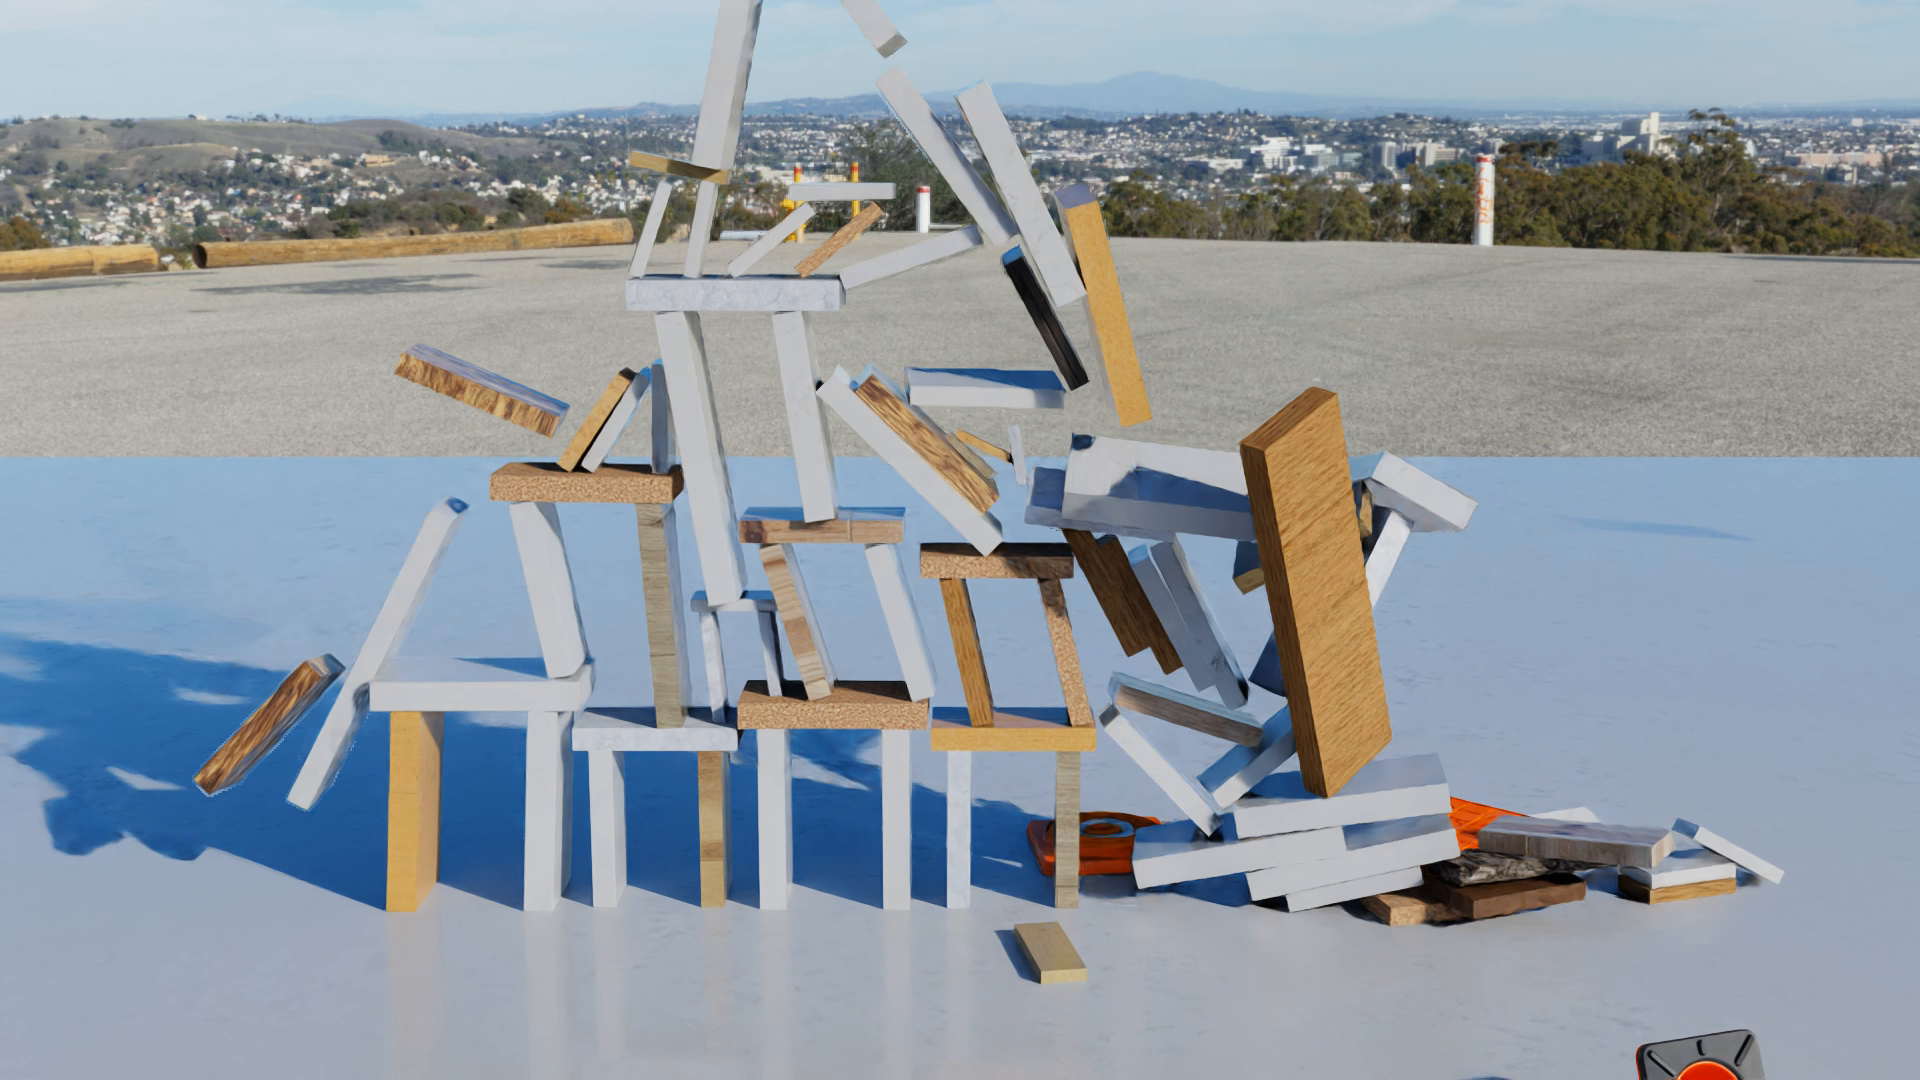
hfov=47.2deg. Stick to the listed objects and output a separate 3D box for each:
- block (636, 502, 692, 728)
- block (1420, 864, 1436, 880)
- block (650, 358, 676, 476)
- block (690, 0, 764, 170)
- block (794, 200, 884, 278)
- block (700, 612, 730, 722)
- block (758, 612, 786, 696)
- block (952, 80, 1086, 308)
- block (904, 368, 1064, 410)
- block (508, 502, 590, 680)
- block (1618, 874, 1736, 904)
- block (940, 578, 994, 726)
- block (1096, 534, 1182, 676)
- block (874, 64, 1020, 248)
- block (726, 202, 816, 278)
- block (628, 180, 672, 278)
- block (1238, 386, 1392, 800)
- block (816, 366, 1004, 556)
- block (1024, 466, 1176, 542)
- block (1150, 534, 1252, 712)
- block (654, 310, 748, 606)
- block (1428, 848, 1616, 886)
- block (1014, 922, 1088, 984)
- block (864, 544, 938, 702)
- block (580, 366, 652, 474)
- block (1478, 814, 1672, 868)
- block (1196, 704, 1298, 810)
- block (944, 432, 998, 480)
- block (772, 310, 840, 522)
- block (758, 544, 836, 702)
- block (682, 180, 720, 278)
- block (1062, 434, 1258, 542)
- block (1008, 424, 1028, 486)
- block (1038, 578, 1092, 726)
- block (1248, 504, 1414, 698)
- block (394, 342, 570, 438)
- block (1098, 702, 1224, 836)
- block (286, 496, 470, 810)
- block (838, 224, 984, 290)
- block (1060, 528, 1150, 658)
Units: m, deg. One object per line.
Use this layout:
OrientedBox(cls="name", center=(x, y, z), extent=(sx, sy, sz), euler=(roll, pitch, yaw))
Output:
OrientedBox(cls="block", center=(-0.481, 0.110, 3.583), extent=(0.041, 0.367, 0.144), euler=(-4, 10, 1))
OrientedBox(cls="block", center=(0.727, 0.549, 3.718), extent=(0.211, 0.030, 0.105), euler=(-6, 6, 5))
OrientedBox(cls="block", center=(-0.475, -0.198, 3.524), extent=(0.025, 0.177, 0.089), euler=(1, 11, 0))
OrientedBox(cls="block", center=(-0.349, -0.779, 3.420), extent=(0.045, 0.400, 0.158), euler=(12, 10, -1))
OrientedBox(cls="block", center=(-0.190, -0.474, 3.466), extent=(0.161, 0.023, 0.081), euler=(-38, 9, 6))
OrientedBox(cls="block", center=(-0.402, 0.200, 3.600), extent=(0.020, 0.185, 0.070), euler=(-6, 10, 1))
OrientedBox(cls="block", center=(-0.308, 0.178, 3.597), extent=(0.020, 0.140, 0.070), euler=(-7, 10, 2))
OrientedBox(cls="block", center=(0.092, -0.543, 3.434), extent=(0.051, 0.357, 0.179), euler=(-26, 12, 3))
OrientedBox(cls="block", center=(0.037, -0.246, 3.559), extent=(0.249, 0.032, 0.113), euler=(1, 20, -7))
OrientedBox(cls="block", center=(-0.667, 0.068, 3.577), extent=(0.041, 0.287, 0.144), euler=(-11, 10, 3))
OrientedBox(cls="block", center=(1.200, 0.576, 3.681), extent=(0.170, 0.024, 0.085), euler=(-4, 11, -18))
OrientedBox(cls="block", center=(0.012, 0.170, 3.591), extent=(0.035, 0.244, 0.122), euler=(-12, 10, 3))
OrientedBox(cls="block", center=(0.296, 0.103, 3.641), extent=(0.034, 0.238, 0.119), euler=(-27, 4, 4))
OrientedBox(cls="block", center=(-0.019, -0.597, 3.437), extent=(0.045, 0.315, 0.158), euler=(-36, 7, 5))
OrientedBox(cls="block", center=(-0.299, -0.474, 3.469), extent=(0.161, 0.023, 0.081), euler=(-38, 10, 4))
OrientedBox(cls="block", center=(-0.488, -0.490, 3.465), extent=(0.021, 0.151, 0.076), euler=(18, 8, -12))
OrientedBox(cls="block", center=(0.557, 0.093, 3.403), extent=(0.171, 0.670, 0.048), euler=(-37, 38, -29))
OrientedBox(cls="block", center=(-0.079, -0.129, 3.539), extent=(0.376, 0.040, 0.143), euler=(44, 8, -7))
OrientedBox(cls="block", center=(0.228, -0.058, 3.527), extent=(0.239, 0.034, 0.120), euler=(7, 34, 4))
OrientedBox(cls="block", center=(0.396, 0.134, 3.601), extent=(0.034, 0.294, 0.120), euler=(-26, -1, 12))
OrientedBox(cls="block", center=(-0.413, -0.140, 3.532), extent=(0.047, 0.467, 0.165), euler=(-9, 10, 2))
OrientedBox(cls="block", center=(0.947, 0.519, 3.589), extent=(0.349, 0.030, 0.105), euler=(-4, 5, -16))
OrientedBox(cls="block", center=(0.138, 0.633, 3.381), extent=(0.070, 0.020, 0.202), euler=(-2, 11, -10))
OrientedBox(cls="block", center=(-0.094, 0.121, 3.579), extent=(0.037, 0.260, 0.130), euler=(-16, 10, 5))
OrientedBox(cls="block", center=(-0.546, -0.194, 3.532), extent=(0.025, 0.177, 0.089), euler=(33, 9, -5))
OrientedBox(cls="block", center=(0.994, 0.486, 3.556), extent=(0.280, 0.034, 0.119), euler=(1, 8, 33))
OrientedBox(cls="block", center=(0.509, 0.343, 3.639), extent=(0.248, 0.035, 0.124), euler=(-39, 8, 0))
OrientedBox(cls="block", center=(0.018, -0.136, 3.560), extent=(0.096, 0.014, 0.048), euler=(43, 7, 8))
OrientedBox(cls="block", center=(-0.245, -0.206, 3.518), extent=(0.047, 0.330, 0.165), euler=(-8, 10, 2))
OrientedBox(cls="block", center=(-0.264, 0.121, 3.583), extent=(0.037, 0.260, 0.130), euler=(-17, 10, 3))
OrientedBox(cls="block", center=(-0.407, -0.491, 3.466), extent=(0.021, 0.151, 0.076), euler=(12, 10, -2))
OrientedBox(cls="block", center=(0.351, -0.081, 3.501), extent=(0.364, 0.051, 0.179), euler=(7, 34, 3))
OrientedBox(cls="block", center=(0.094, -0.136, 3.541), extent=(0.014, 0.096, 0.048), euler=(-9, 3, 9))
OrientedBox(cls="block", center=(0.170, 0.170, 3.593), extent=(0.035, 0.244, 0.122), euler=(-13, 10, 3))
OrientedBox(cls="block", center=(0.612, 0.102, 3.631), extent=(0.048, 0.342, 0.171), euler=(29, -5, -22))
OrientedBox(cls="block", center=(-0.772, -0.244, 3.566), extent=(0.266, 0.038, 0.133), euler=(23, 10, -7))
OrientedBox(cls="block", center=(0.332, 0.379, 3.641), extent=(0.035, 0.248, 0.124), euler=(-44, 4, 2))
OrientedBox(cls="block", center=(-0.951, 0.183, 3.601), extent=(0.038, 0.546, 0.133), euler=(28, 10, -5))
OrientedBox(cls="block", center=(-0.075, -0.444, 3.460), extent=(0.226, 0.032, 0.113), euler=(-18, 4, 5))
OrientedBox(cls="block", center=(0.230, 0.055, 3.654), extent=(0.040, 0.285, 0.143), euler=(-28, -1, 4))
